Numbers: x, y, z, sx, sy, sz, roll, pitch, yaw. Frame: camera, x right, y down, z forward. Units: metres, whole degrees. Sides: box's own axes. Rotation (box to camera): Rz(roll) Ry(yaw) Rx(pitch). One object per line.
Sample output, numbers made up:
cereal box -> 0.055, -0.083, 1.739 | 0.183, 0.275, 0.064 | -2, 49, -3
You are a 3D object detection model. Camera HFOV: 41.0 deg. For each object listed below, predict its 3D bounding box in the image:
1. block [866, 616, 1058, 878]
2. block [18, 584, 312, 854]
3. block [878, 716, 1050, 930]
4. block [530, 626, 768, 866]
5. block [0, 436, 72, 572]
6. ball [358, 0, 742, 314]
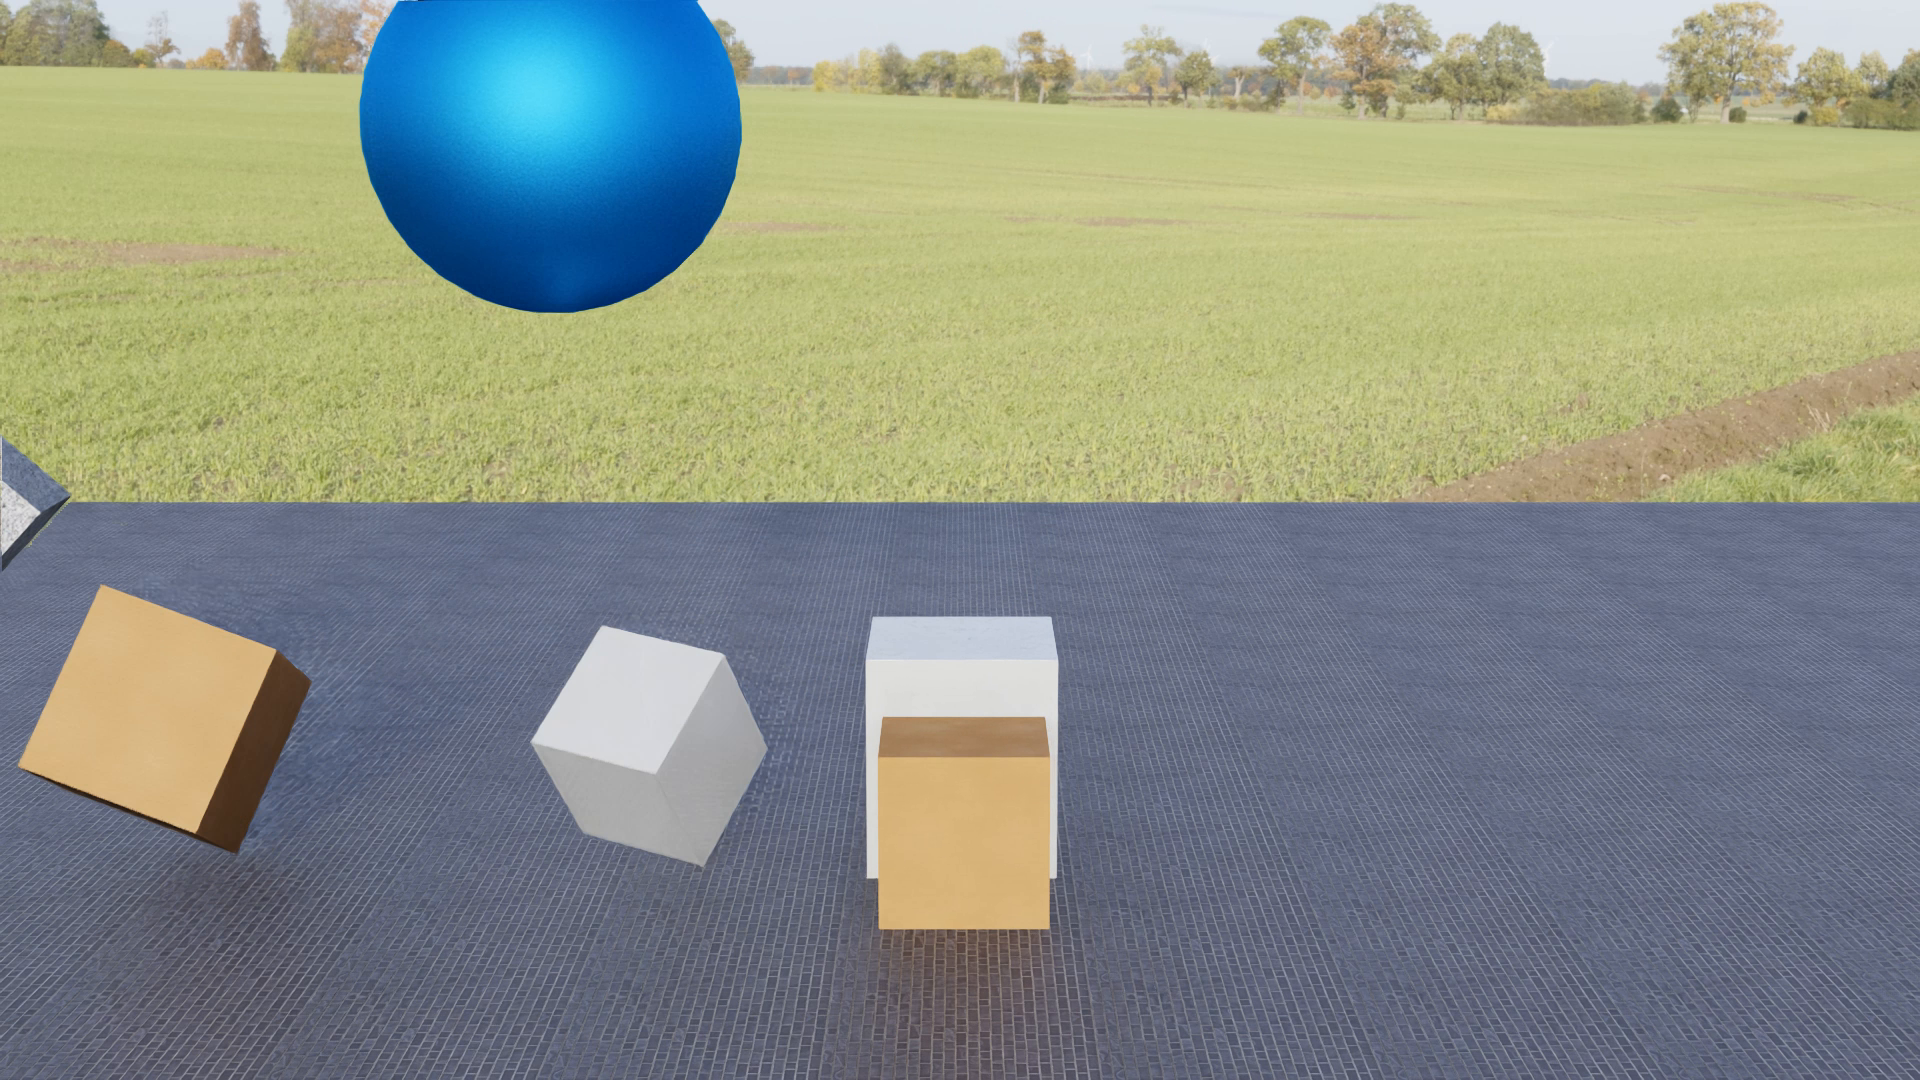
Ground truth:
block -> 0.009, 0.928, 11.697 | 0.838, 0.989, 0.904 | 0, 10, 0
block -> -3.515, 0.812, 11.424 | 0.821, 0.852, 0.786 | 20, -13, 2
block -> 0.017, 1.195, 10.933 | 0.709, 0.737, 0.677 | 0, 10, 0
block -> -1.384, 0.926, 11.545 | 0.646, 0.727, 0.665 | 11, 54, 24
block -> -4.529, -0.142, 11.256 | 0.786, 0.750, 0.746 | 42, -1, -12
ball -> -1.723, -1.762, 10.860 | 1.600, 1.600, 1.600 | 0, 10, 0
